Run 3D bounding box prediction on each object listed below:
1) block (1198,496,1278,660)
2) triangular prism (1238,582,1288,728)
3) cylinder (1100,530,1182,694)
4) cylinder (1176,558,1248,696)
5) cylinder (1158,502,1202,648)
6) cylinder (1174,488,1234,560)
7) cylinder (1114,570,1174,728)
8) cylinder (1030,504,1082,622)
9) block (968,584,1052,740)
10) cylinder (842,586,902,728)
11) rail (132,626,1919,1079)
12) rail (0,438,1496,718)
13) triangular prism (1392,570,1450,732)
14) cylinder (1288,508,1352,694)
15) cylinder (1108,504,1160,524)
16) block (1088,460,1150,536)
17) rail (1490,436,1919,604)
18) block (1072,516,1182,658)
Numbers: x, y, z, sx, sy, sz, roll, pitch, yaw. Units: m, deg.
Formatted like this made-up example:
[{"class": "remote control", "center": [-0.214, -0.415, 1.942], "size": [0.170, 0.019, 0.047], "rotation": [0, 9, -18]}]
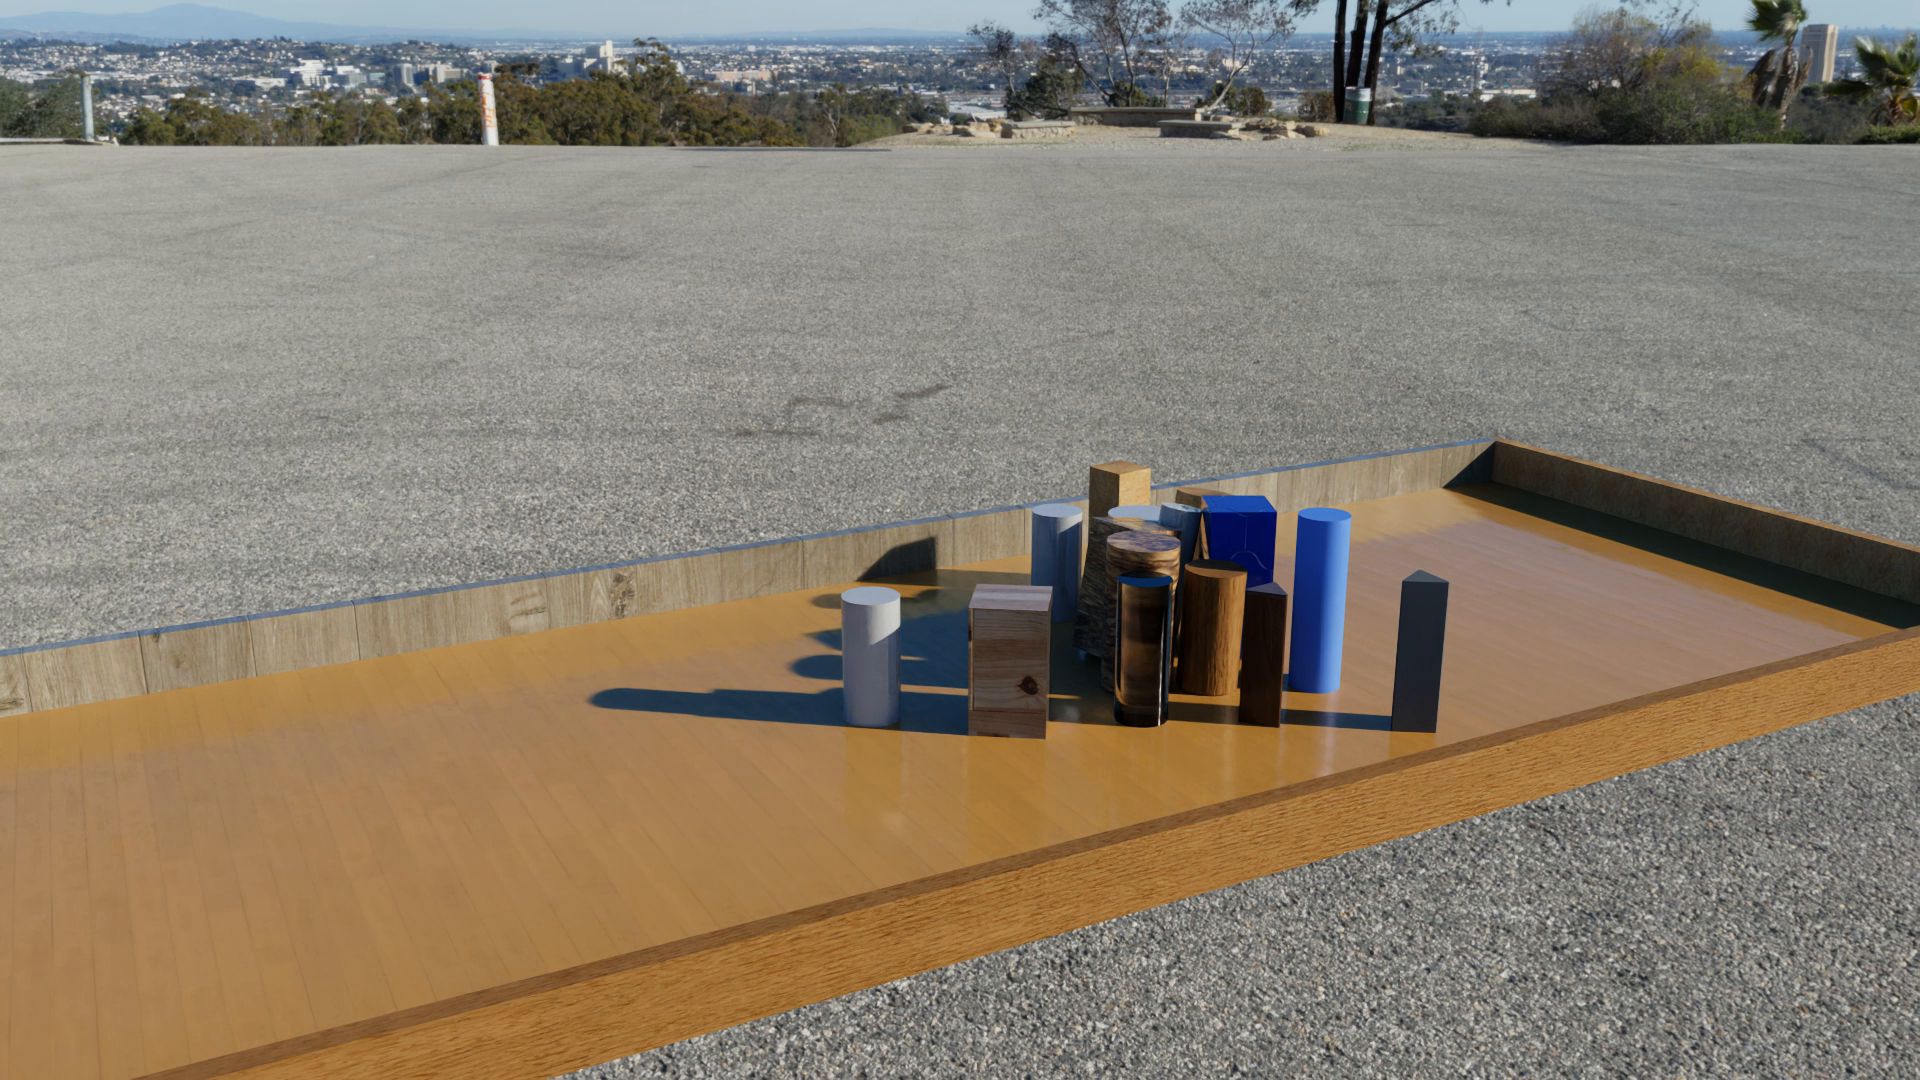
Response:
[{"class": "block", "center": [0.720, 0.097, 4.319], "size": [0.166, 0.397, 0.166], "rotation": [0, 16, -1]}, {"class": "triangular prism", "center": [0.720, 0.266, 3.870], "size": [0.097, 0.327, 0.084], "rotation": [7, 18, 23]}, {"class": "cylinder", "center": [0.442, 0.183, 4.056], "size": [0.179, 0.377, 0.179], "rotation": [1, 17, 0]}, {"class": "cylinder", "center": [0.621, 0.215, 4.077], "size": [0.152, 0.304, 0.152], "rotation": [2, 17, -1]}, {"class": "cylinder", "center": [0.551, 0.093, 4.359], "size": [0.110, 0.369, 0.110], "rotation": [9, 11, -2]}, {"class": "cylinder", "center": [0.667, 0.032, 4.615], "size": [0.173, 0.332, 0.173], "rotation": [8, 11, -1]}, {"class": "cylinder", "center": [0.430, 0.256, 3.872], "size": [0.128, 0.345, 0.128], "rotation": [0, 16, 0]}, {"class": "cylinder", "center": [0.269, 0.063, 4.605], "size": [0.141, 0.302, 0.141], "rotation": [0, 16, 0]}, {"class": "block", "center": [0.118, 0.281, 3.846], "size": [0.180, 0.312, 0.180], "rotation": [2, 16, 6]}, {"class": "cylinder", "center": [-0.208, 0.274, 3.886], "size": [0.138, 0.302, 0.138], "rotation": [0, 16, 0]}, {"class": "rail", "center": [-2.336, 1.006, 1.665], "size": [12.000, 0.150, 0.050], "rotation": [-9, 18, -27]}, {"class": "rail", "center": [-3.305, 0.497, 3.399], "size": [12.000, 0.150, 0.050], "rotation": [-9, 18, -27]}, {"class": "triangular prism", "center": [1.060, 0.258, 3.828], "size": [0.104, 0.367, 0.090], "rotation": [2, 16, 6]}, {"class": "cylinder", "center": [0.885, 0.149, 4.065], "size": [0.127, 0.441, 0.127], "rotation": [0, 16, 0]}, {"class": "cylinder", "center": [0.491, 0.081, 4.514], "size": [0.179, 0.319, 0.179], "rotation": [0, 16, 0]}, {"class": "block", "center": [0.464, -0.035, 4.827], "size": [0.125, 0.366, 0.125], "rotation": [-13, 21, -37]}, {"class": "rail", "center": [2.466, -0.048, 5.253], "size": [0.050, 0.150, 2.100], "rotation": [-9, 18, -27]}, {"class": "block", "center": [0.431, 0.127, 4.270], "size": [0.164, 0.345, 0.164], "rotation": [0, 13, -39]}]
